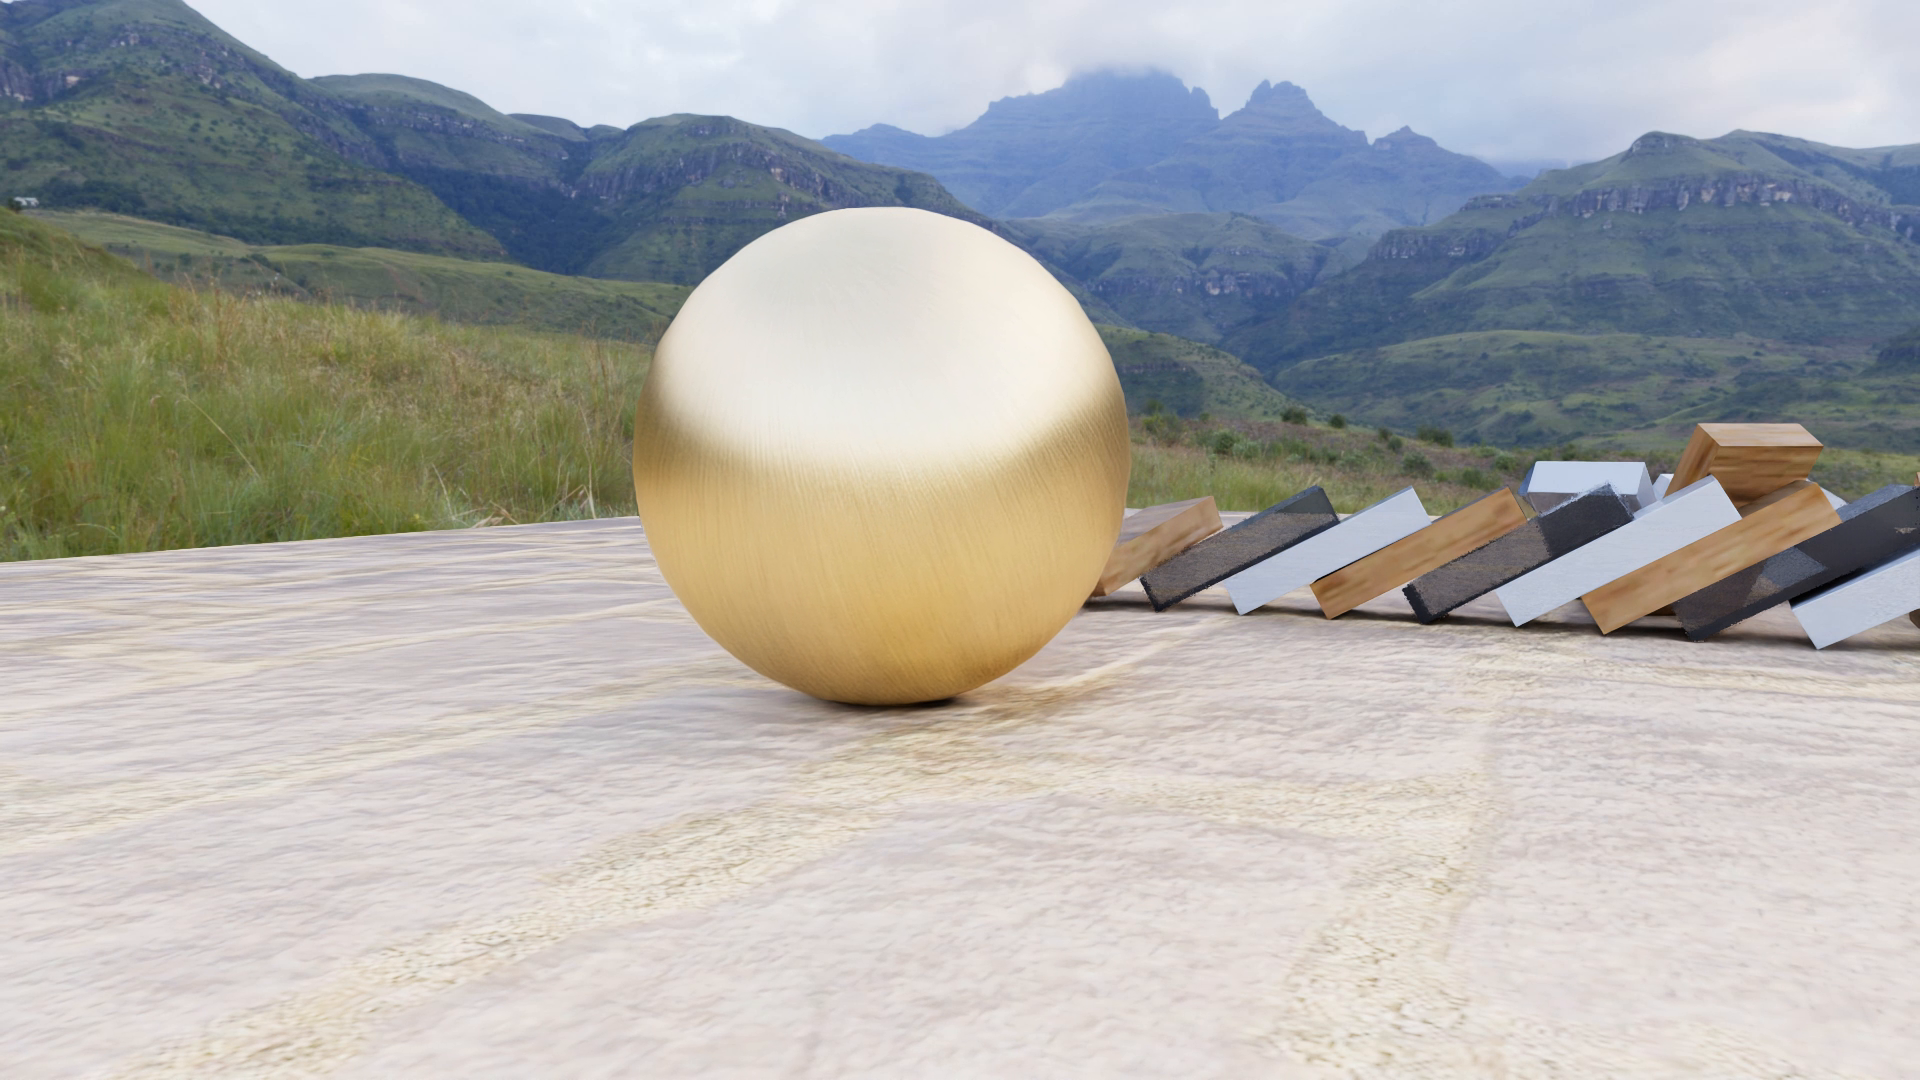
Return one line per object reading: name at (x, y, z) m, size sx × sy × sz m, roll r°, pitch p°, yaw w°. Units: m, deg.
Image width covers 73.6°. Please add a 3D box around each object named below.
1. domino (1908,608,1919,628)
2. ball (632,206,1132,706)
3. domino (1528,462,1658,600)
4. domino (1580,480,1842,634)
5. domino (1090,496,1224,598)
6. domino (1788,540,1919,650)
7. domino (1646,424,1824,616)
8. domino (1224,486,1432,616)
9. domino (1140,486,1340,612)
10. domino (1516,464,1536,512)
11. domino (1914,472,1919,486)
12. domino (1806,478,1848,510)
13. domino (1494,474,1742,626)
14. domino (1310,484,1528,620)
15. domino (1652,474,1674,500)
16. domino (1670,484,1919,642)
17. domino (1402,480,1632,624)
domino at (0.223, 0.010, 0.256) m, size 0.050 × 0.009 × 0.025 m, roll -14°, pitch 8°, yaw 24°
ball at (-0.012, -0.013, 0.209) m, size 0.080 × 0.080 × 0.080 m, roll 0°, pitch 4°, yaw 0°
domino at (0.166, -0.001, 0.330) m, size 0.025 × 0.010 × 0.050 m, roll 4°, pitch -32°, yaw 42°
domino at (0.164, 0.004, 0.284) m, size 0.050 × 0.009 × 0.025 m, roll -32°, pitch -10°, yaw 24°
domino at (0.046, 0.002, 0.348) m, size 0.050 × 0.009 × 0.025 m, roll -26°, pitch 10°, yaw -37°
domino at (0.199, 0.004, 0.264) m, size 0.050 × 0.010 × 0.025 m, roll -34°, pitch -6°, yaw 31°
domino at (0.181, -0.004, 0.308) m, size 0.025 × 0.050 × 0.010 m, roll 0°, pitch 37°, yaw -6°
domino at (0.092, 0.002, 0.322) m, size 0.050 × 0.010 × 0.025 m, roll -28°, pitch -5°, yaw 19°
domino at (0.071, 0.002, 0.331) m, size 0.050 × 0.010 × 0.025 m, roll -27°, pitch -1°, yaw 12°
domino at (0.177, -0.002, 0.348) m, size 0.050 × 0.010 × 0.025 m, roll 37°, pitch -12°, yaw -24°
domino at (0.261, 0.001, 0.326) m, size 0.025 × 0.010 × 0.050 m, roll 5°, pitch 37°, yaw 25°
domino at (0.241, 0.000, 0.350) m, size 0.025 × 0.009 × 0.050 m, roll -2°, pitch 34°, yaw -25°
domino at (0.149, 0.002, 0.291) m, size 0.050 × 0.010 × 0.025 m, roll -33°, pitch -10°, yaw 27°
domino at (0.112, 0.003, 0.313) m, size 0.050 × 0.009 × 0.025 m, roll -30°, pitch -8°, yaw 22°
domino at (0.225, -0.002, 0.365) m, size 0.025 × 0.010 × 0.050 m, roll -2°, pitch 35°, yaw -38°
domino at (0.180, 0.005, 0.277) m, size 0.050 × 0.010 × 0.025 m, roll -32°, pitch -10°, yaw 24°
domino at (0.131, 0.003, 0.302) m, size 0.050 × 0.010 × 0.025 m, roll -33°, pitch -10°, yaw 26°
